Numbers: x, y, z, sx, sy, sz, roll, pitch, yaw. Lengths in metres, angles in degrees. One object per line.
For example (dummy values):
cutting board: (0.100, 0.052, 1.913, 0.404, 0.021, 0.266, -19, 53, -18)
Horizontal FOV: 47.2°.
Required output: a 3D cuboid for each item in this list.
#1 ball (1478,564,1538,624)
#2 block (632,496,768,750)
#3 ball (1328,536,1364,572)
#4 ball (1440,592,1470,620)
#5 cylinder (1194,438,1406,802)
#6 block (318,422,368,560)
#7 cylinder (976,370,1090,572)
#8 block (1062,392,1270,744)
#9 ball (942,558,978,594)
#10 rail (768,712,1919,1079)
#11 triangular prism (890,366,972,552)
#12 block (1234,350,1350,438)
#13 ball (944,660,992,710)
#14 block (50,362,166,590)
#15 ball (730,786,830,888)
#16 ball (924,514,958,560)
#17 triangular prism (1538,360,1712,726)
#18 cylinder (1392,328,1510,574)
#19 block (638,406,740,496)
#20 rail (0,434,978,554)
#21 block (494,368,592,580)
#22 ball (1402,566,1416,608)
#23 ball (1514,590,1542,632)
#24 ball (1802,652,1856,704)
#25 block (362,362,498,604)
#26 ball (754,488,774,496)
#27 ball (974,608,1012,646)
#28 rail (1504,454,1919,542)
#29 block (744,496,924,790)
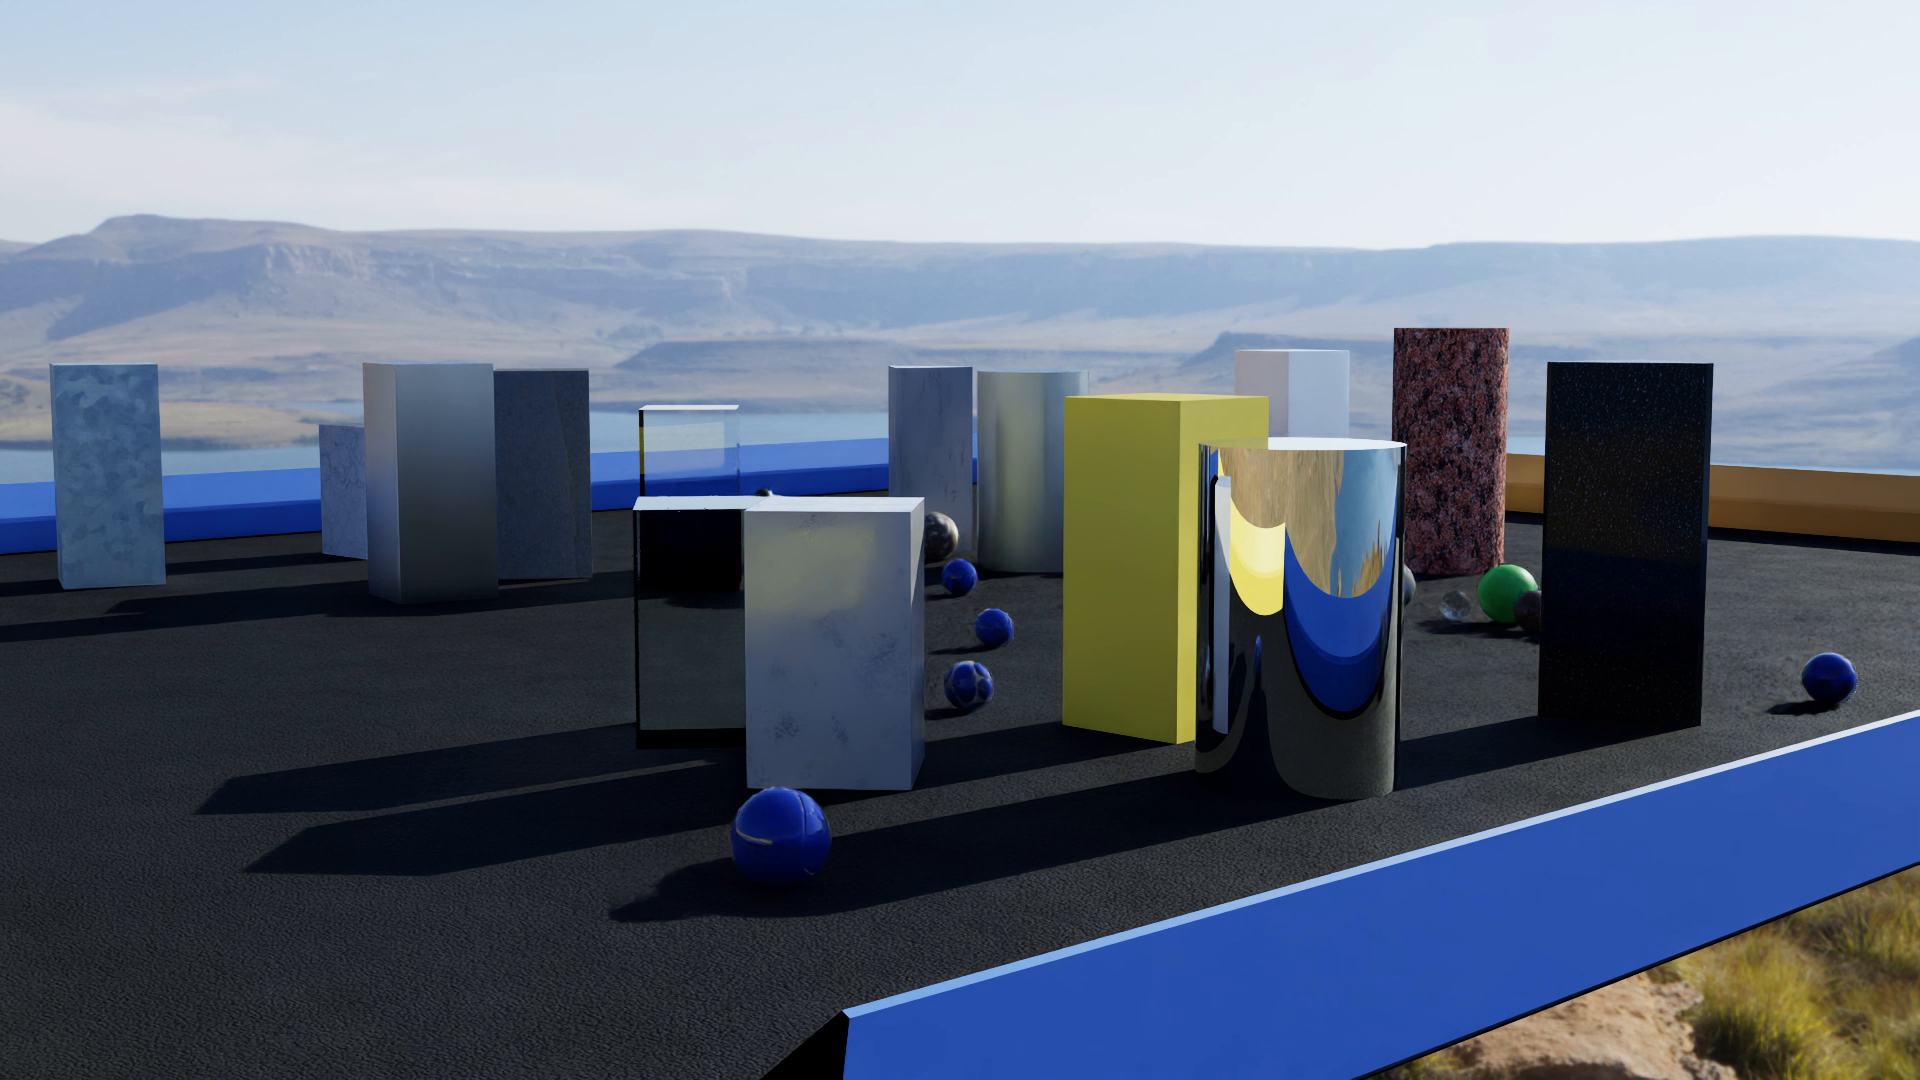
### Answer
ball: (0.777, 0.076, 3.120, 0.084, 0.084, 0.084, 0, 6, 0)
block: (-0.260, 0.082, 2.302, 0.154, 0.244, 0.154, -1, 6, -6)
ball: (0.655, 0.024, 3.728, 0.062, 0.062, 0.062, 0, 6, 0)
ball: (0.710, 0.094, 3.150, 0.042, 0.042, 0.042, 0, 6, 0)
cylinder: (0.319, 0.069, 2.069, 0.192, 0.319, 0.192, 0, 6, 0)
block: (-1.055, -0.093, 4.008, 0.154, 0.236, 0.154, 5, 8, 42)
cylinder: (0.126, -0.123, 3.798, 0.192, 0.338, 0.192, 0, 6, 0)
block: (0.219, 0.023, 2.347, 0.154, 0.352, 0.154, 6, 8, 43)
ball: (-0.001, 0.058, 3.431, 0.056, 0.056, 0.056, 0, 6, 0)
rail: (1.126, 0.160, 2.118, 3.871, 0.125, 0.045, -6, 8, -42)
triangular prism: (-0.086, -0.149, 4.046, 0.167, 0.339, 0.144, -4, 7, -37)
block: (0.634, -0.180, 4.215, 0.154, 0.365, 0.154, -4, 7, -34)
ball: (0.009, 0.162, 2.446, 0.055, 0.055, 0.055, 0, 6, 0)
block: (-1.390, -0.109, 3.585, 0.154, 0.356, 0.154, -3, 7, -25)
ball: (-0.139, 0.229, 1.698, 0.077, 0.077, 0.077, 0, 6, 0)
ball: (-0.043, -0.006, 3.912, 0.083, 0.083, 0.083, 0, 6, 0)
triangular prism: (0.739, -0.004, 2.430, 0.167, 0.387, 0.144, 2, 6, 21)
cylinder: (0.838, -0.157, 3.771, 0.192, 0.412, 0.192, 0, 6, 0)
block: (-0.439, -0.074, 3.589, 0.154, 0.285, 0.154, 0, 6, -4)
rail: (-1.126, -0.095, 4.546, 3.871, 0.125, 0.045, -6, 8, -42)
block: (-0.700, -0.115, 3.700, 0.154, 0.343, 0.154, -1, 6, -9)
ball: (0.632, 0.068, 3.240, 0.076, 0.076, 0.076, 0, 6, 0)
ball: (0.795, 0.098, 3.046, 0.056, 0.056, 0.056, 0, 6, 0)
ball: (0.983, 0.156, 2.489, 0.057, 0.057, 0.057, 0, 6, 0)
block: (-0.820, -0.093, 3.407, 0.154, 0.361, 0.154, -4, 7, -33)
ball: (-0.440, -0.093, 4.920, 0.046, 0.046, 0.046, 0, 6, 0)
ball: (0.045, 0.116, 2.906, 0.051, 0.051, 0.051, 0, 6, 0)
rail: (1.405, -0.103, 4.621, 0.045, 0.125, 3.369, -6, 8, -42)
block: (-0.117, 0.095, 2.107, 0.154, 0.259, 0.154, 0, 6, 4)
